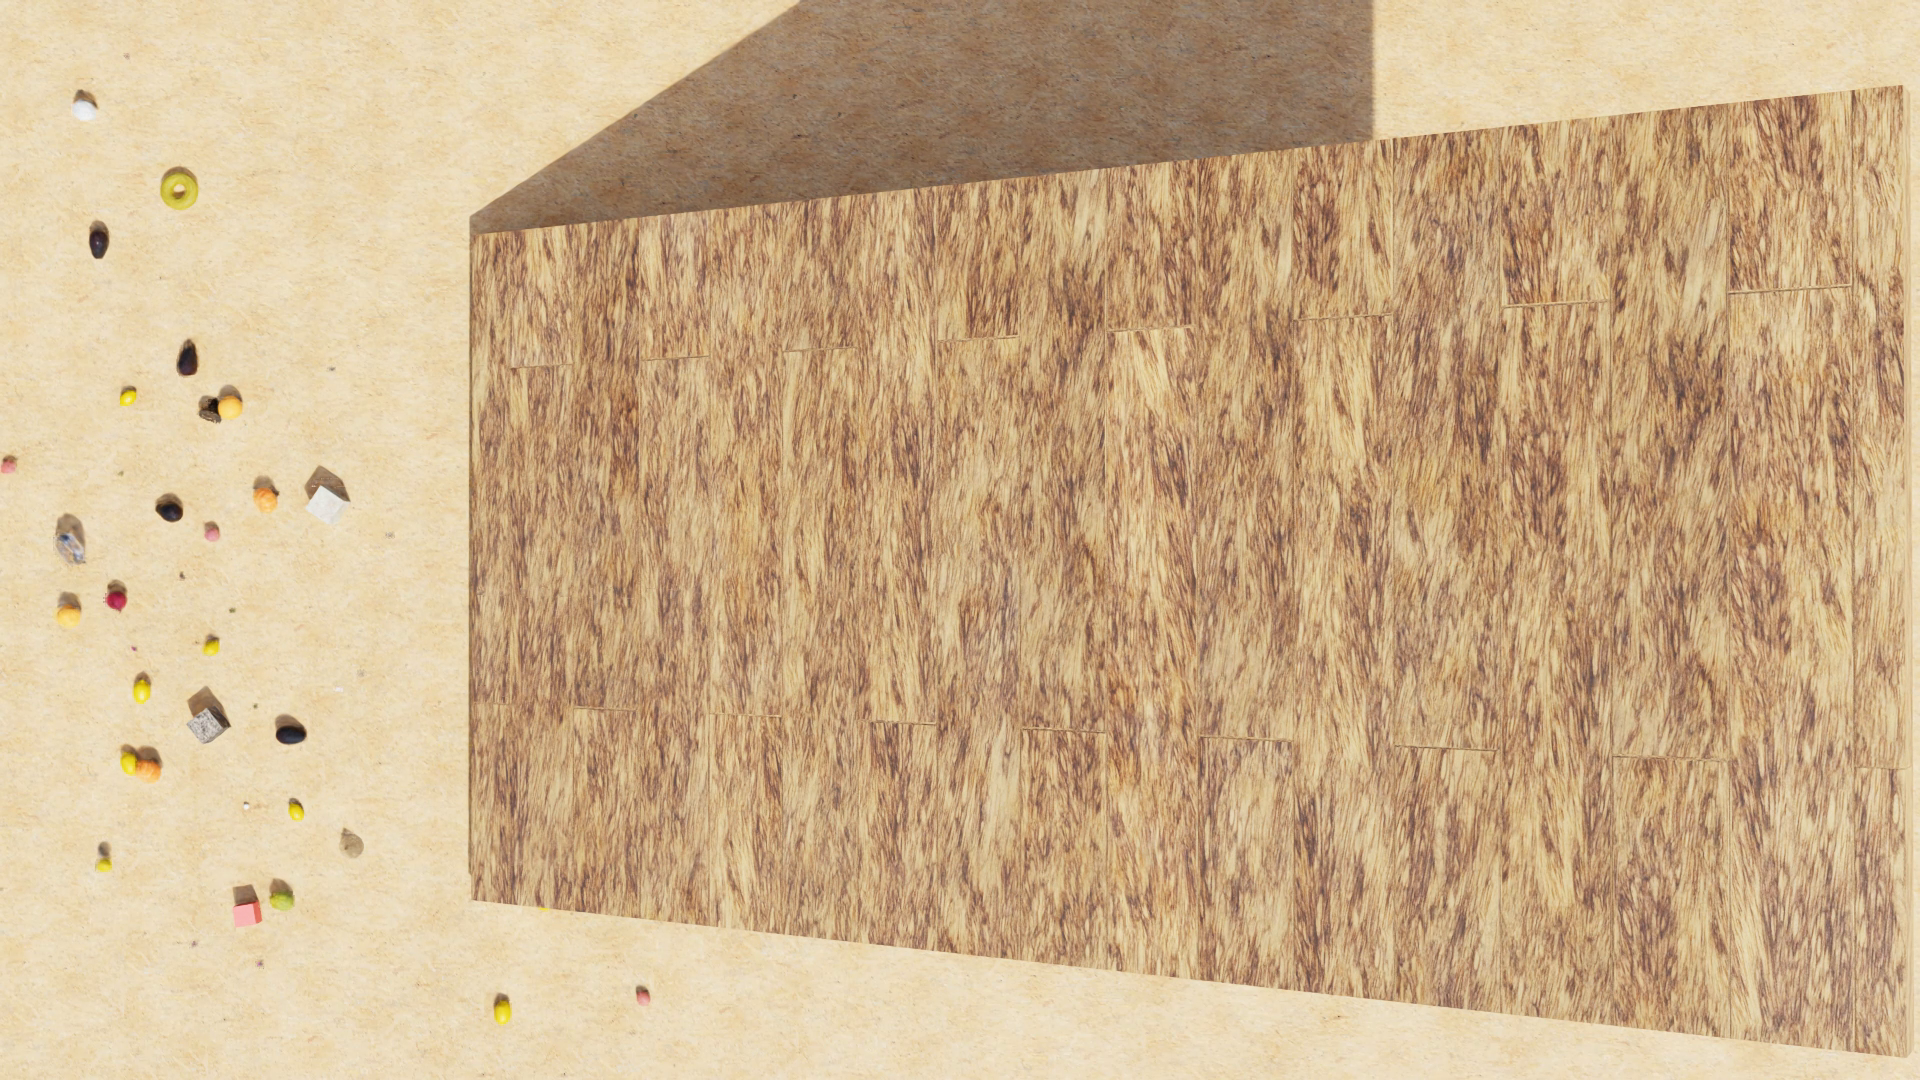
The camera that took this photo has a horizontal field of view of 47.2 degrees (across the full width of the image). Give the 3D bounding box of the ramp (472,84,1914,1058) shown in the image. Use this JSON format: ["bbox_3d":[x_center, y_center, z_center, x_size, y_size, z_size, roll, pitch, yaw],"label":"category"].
[{"bbox_3d":[0.263,0.072,5.608,4.000,0.100,2.000,0,89,32],"label":"ramp"}]

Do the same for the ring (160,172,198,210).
[{"bbox_3d":[-2.374,-1.061,6.689,0.117,0.039,0.117,0,90,1],"label":"ring"}]

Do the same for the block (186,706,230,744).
[{"bbox_3d":[-2.273,0.560,6.653,0.079,0.079,0.079,-39,90,0],"label":"block"}]

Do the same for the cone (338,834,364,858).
[{"bbox_3d":[-1.851,0.932,6.651,0.076,0.076,0.076,0,89,0],"label":"cone"}]

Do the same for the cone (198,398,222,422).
[{"bbox_3d":[-2.270,-0.406,6.686,0.071,0.071,0.071,9,63,0],"label":"cone"}]

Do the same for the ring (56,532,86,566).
[{"bbox_3d":[-2.691,0.028,6.650,0.111,0.111,0.037,48,48,0],"label":"ring"}]

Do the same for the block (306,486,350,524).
[{"bbox_3d":[-1.912,-0.105,6.657,0.084,0.084,0.084,34,90,0],"label":"block"}]

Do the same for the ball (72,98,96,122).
[{"bbox_3d":[-2.659,-1.305,6.676,0.067,0.067,0.067,0,89,0],"label":"ball"}]

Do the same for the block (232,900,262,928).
[{"bbox_3d":[-2.157,1.133,6.656,0.062,0.062,0.062,-10,89,0],"label":"block"}]
